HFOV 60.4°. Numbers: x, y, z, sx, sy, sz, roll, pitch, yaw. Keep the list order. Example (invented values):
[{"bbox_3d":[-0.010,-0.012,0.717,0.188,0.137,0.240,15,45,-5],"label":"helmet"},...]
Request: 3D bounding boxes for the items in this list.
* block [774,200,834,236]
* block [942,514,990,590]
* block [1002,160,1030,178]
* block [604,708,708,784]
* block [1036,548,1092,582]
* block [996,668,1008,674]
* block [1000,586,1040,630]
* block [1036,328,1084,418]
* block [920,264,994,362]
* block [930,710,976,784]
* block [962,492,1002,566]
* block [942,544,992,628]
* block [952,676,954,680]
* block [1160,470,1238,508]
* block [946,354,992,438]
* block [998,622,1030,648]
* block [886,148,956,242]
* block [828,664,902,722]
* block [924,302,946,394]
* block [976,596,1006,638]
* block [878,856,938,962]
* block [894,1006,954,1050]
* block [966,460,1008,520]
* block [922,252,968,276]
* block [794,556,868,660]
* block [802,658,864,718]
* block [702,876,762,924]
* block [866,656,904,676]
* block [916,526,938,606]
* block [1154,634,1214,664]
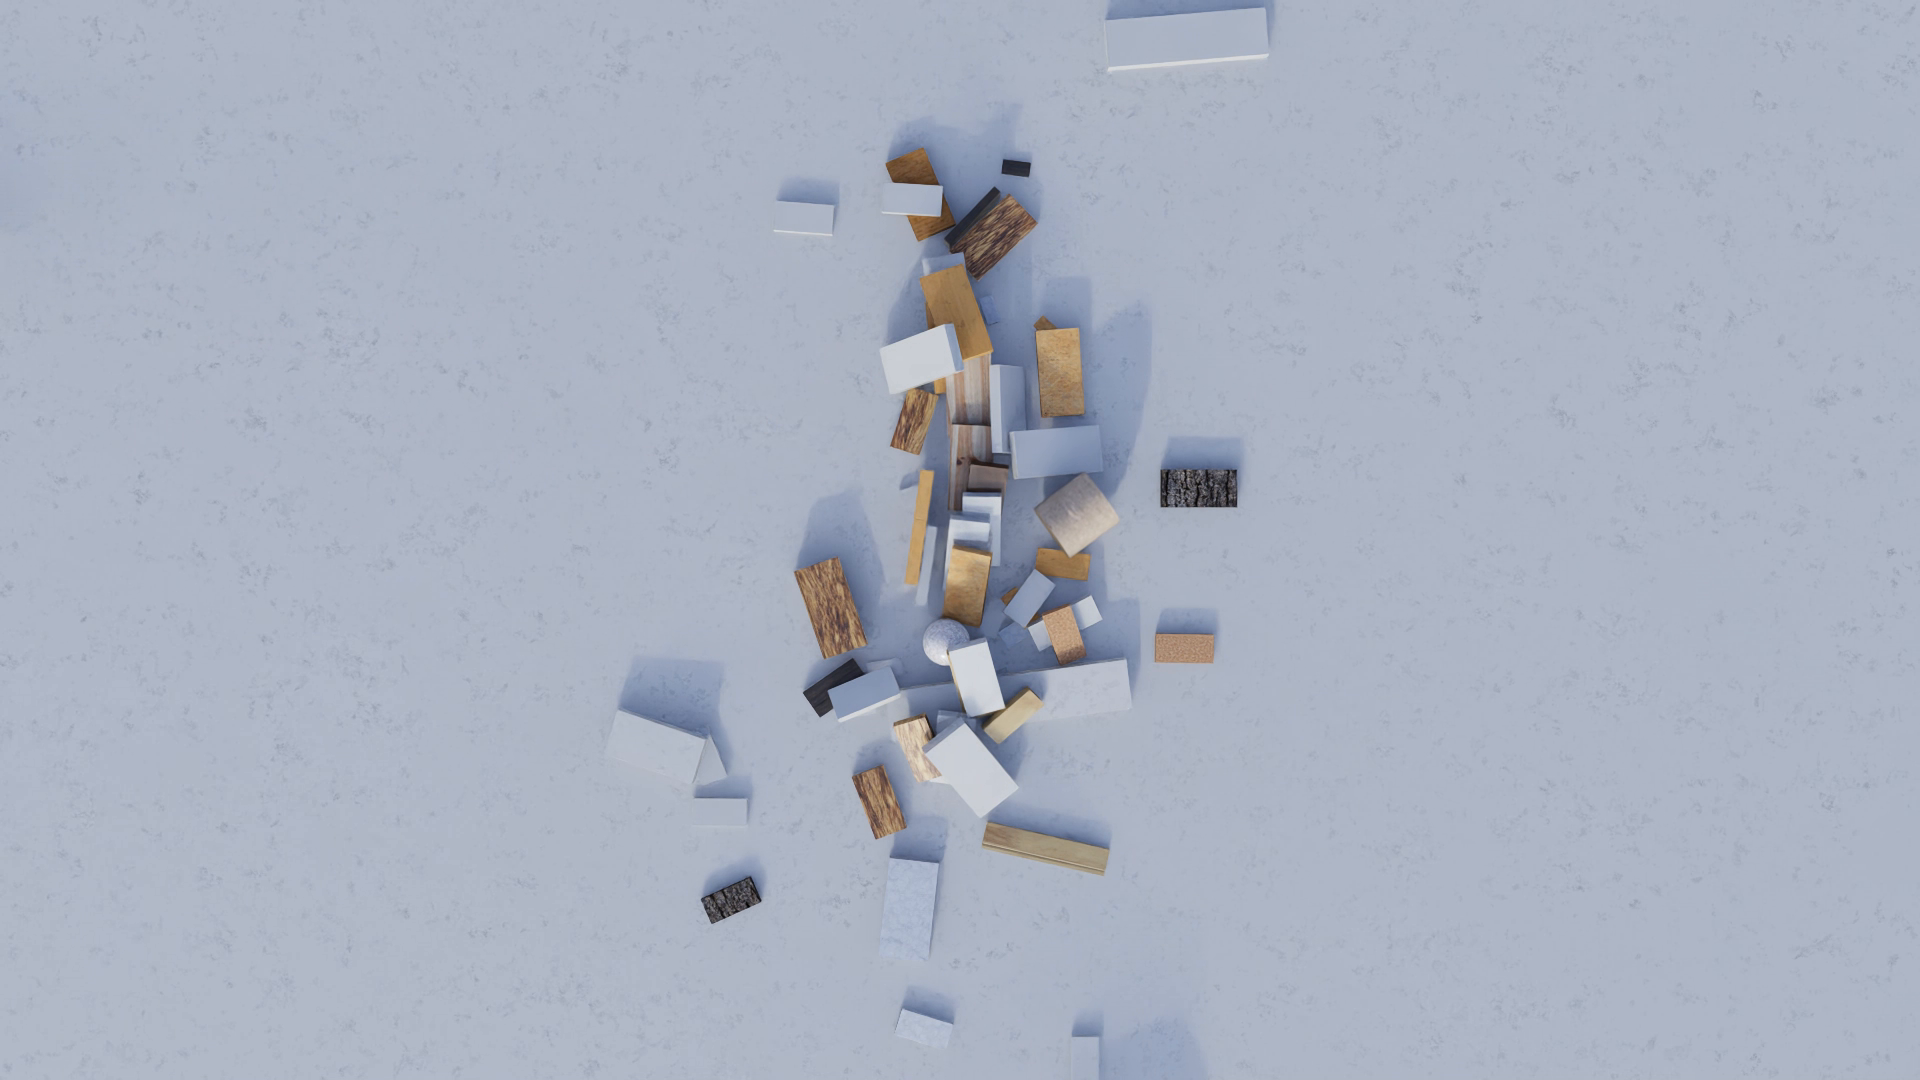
[{"bbox_3d":[-0.519,-1.070,5.486,0.194,0.028,0.097,4,90,0],"label":"block"},{"bbox_3d":[0.020,0.049,5.428,0.131,0.037,0.261,6,115,0],"label":"block"},{"bbox_3d":[0.187,-1.238,5.493,0.094,0.013,0.047,7,90,0],"label":"block"},{"bbox_3d":[-1.006,0.681,5.461,0.311,0.044,0.155,18,94,4],"label":"block"},{"bbox_3d":[0.341,0.081,5.487,0.177,0.025,0.089,8,90,0],"label":"block"},{"bbox_3d":[0.118,0.460,5.493,0.092,0.013,0.046,-20,90,0],"label":"block"},{"bbox_3d":[0.199,0.225,5.472,0.065,0.018,0.130,-38,90,0],"label":"block"},{"bbox_3d":[0.332,-0.554,5.472,0.143,0.041,0.286,-4,93,0],"label":"block"},{"bbox_3d":[-0.012,-0.731,5.363,0.150,0.043,0.301,-19,85,-1],"label":"block"},{"bbox_3d":[-0.023,0.686,5.434,0.126,0.036,0.253,7,113,0],"label":"block"},{"bbox_3d":[0.071,-0.035,5.429,0.125,0.035,0.250,1,116,1],"label":"block"},{"bbox_3d":[0.023,0.152,5.420,0.131,0.037,0.261,12,114,8],"label":"block"},{"bbox_3d":[-0.002,0.457,5.493,0.046,0.013,0.092,7,90,0],"label":"block"},{"bbox_3d":[0.794,-0.171,5.482,0.250,0.035,0.125,0,90,0],"label":"block"},{"bbox_3d":[0.029,-0.493,5.437,0.150,0.043,0.301,-2,105,-1],"label":"block"},{"bbox_3d":[0.197,0.300,5.491,0.130,0.018,0.065,-32,90,0],"label":"block"},{"bbox_3d":[-0.131,-1.148,5.480,0.138,0.039,0.275,-23,90,0],"label":"block"},{"bbox_3d":[-0.313,0.505,5.431,0.222,0.031,0.111,-23,62,0],"label":"block"},{"bbox_3d":[-0.024,-0.643,5.444,0.150,0.043,0.301,-7,103,0],"label":"block"},{"bbox_3d":[0.111,0.257,5.491,0.065,0.018,0.130,23,90,0],"label":"block"},{"bbox_3d":[-0.170,1.224,5.477,0.164,0.047,0.328,6,90,0],"label":"block"},{"bbox_3d":[-0.120,1.626,5.487,0.179,0.025,0.090,17,90,0],"label":"block"},{"bbox_3d":[0.081,-0.133,5.421,0.125,0.035,0.250,7,115,-2],"label":"block"},{"bbox_3d":[-0.034,-0.803,5.457,0.138,0.039,0.275,-10,100,0],"label":"block"},{"bbox_3d":[-0.425,0.224,5.450,0.153,0.043,0.306,-19,90,0],"label":"block"},{"bbox_3d":[-0.410,0.491,5.486,0.203,0.029,0.102,-35,90,0],"label":"block"},{"bbox_3d":[-0.761,1.199,5.487,0.179,0.025,0.090,-24,90,0],"label":"block"},{"bbox_3d":[-0.247,0.430,5.492,0.120,0.017,0.060,-11,90,0],"label":"block"},{"bbox_3d":[-0.111,0.084,5.434,0.037,0.131,0.261,8,90,-1],"label":"block"},{"bbox_3d":[0.746,0.361,5.486,0.192,0.027,0.096,1,90,0],"label":"block"}]
